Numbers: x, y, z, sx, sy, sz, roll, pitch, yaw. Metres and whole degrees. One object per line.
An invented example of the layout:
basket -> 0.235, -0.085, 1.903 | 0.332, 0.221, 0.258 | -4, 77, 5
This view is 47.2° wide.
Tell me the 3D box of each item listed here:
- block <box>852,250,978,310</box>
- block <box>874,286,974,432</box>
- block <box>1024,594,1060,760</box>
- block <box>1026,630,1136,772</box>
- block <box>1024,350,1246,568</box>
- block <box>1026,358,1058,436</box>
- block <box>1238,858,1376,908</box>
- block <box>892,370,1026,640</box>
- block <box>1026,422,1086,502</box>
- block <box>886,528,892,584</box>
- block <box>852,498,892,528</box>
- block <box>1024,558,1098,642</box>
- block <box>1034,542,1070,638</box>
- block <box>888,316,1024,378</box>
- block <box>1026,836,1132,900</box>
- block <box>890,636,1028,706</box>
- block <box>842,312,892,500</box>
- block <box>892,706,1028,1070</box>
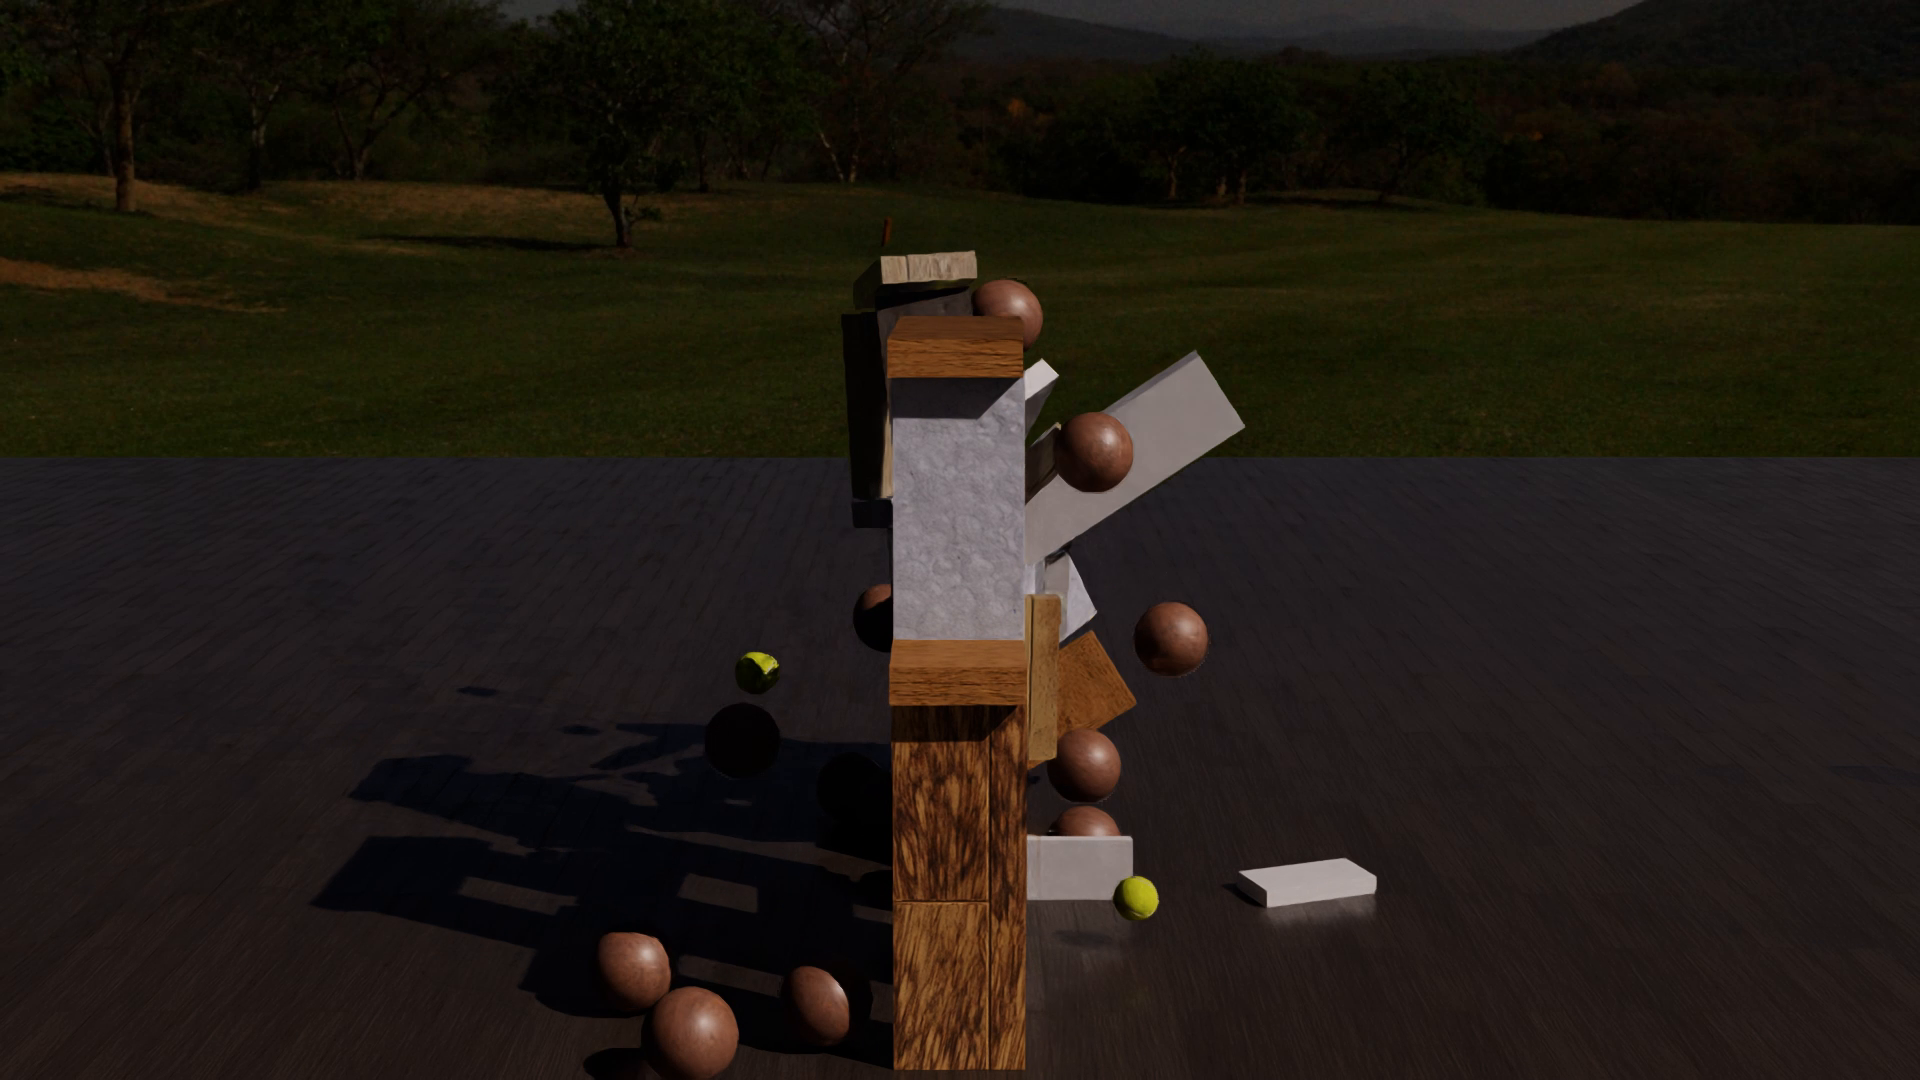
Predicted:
block -> -0.077, -0.422, 3.584 | 0.151, 0.043, 0.302 | -5, -1, -11
block -> -0.041, -0.240, 3.473 | 0.151, 0.302, 0.043 | -7, -6, -2
block -> 0.088, 0.214, 3.441 | 0.128, 0.256, 0.036 | 0, 9, -5
block -> 0.155, 0.328, 4.202 | 0.328, 0.164, 0.046 | -32, -2, 8
block -> 0.263, -0.140, 3.824 | 0.449, 0.154, 0.044 | -33, 18, 7
block -> 0.072, -0.198, 3.984 | 0.154, 0.044, 0.308 | -37, -12, -27
block -> 0.580, 0.573, 3.681 | 0.205, 0.029, 0.103 | -4, 11, -20
block -> -0.001, -0.047, 2.988 | 0.179, 0.362, 0.051 | 0, 11, 1
block -> 0.108, -0.104, 3.743 | 0.065, 0.246, 0.018 | 38, 33, -15
block -> -0.024, 0.147, 3.517 | 0.153, 0.350, 0.043 | -7, 10, -16
block -> -0.069, -0.050, 3.579 | 0.153, 0.043, 0.306 | -6, 1, -15
block -> 0.132, 0.065, 4.191 | 0.164, 0.328, 0.046 | -37, 37, -12
block -> 0.168, 0.006, 3.975 | 0.044, 0.308, 0.154 | 0, 19, -4
block -> -0.002, -0.272, 3.068 | 0.179, 0.051, 0.357 | 0, 11, 1
block -> 0.182, 0.543, 3.642 | 0.205, 0.103, 0.029 | 0, 11, 1
block -> -0.003, 0.157, 3.022 | 0.178, 0.050, 0.356 | 0, 11, 0
block -> -0.115, -0.227, 3.644 | 0.151, 0.302, 0.043 | -11, 11, -41
block -> -0.001, 0.458, 2.958 | 0.178, 0.519, 0.050 | 0, 11, 0
